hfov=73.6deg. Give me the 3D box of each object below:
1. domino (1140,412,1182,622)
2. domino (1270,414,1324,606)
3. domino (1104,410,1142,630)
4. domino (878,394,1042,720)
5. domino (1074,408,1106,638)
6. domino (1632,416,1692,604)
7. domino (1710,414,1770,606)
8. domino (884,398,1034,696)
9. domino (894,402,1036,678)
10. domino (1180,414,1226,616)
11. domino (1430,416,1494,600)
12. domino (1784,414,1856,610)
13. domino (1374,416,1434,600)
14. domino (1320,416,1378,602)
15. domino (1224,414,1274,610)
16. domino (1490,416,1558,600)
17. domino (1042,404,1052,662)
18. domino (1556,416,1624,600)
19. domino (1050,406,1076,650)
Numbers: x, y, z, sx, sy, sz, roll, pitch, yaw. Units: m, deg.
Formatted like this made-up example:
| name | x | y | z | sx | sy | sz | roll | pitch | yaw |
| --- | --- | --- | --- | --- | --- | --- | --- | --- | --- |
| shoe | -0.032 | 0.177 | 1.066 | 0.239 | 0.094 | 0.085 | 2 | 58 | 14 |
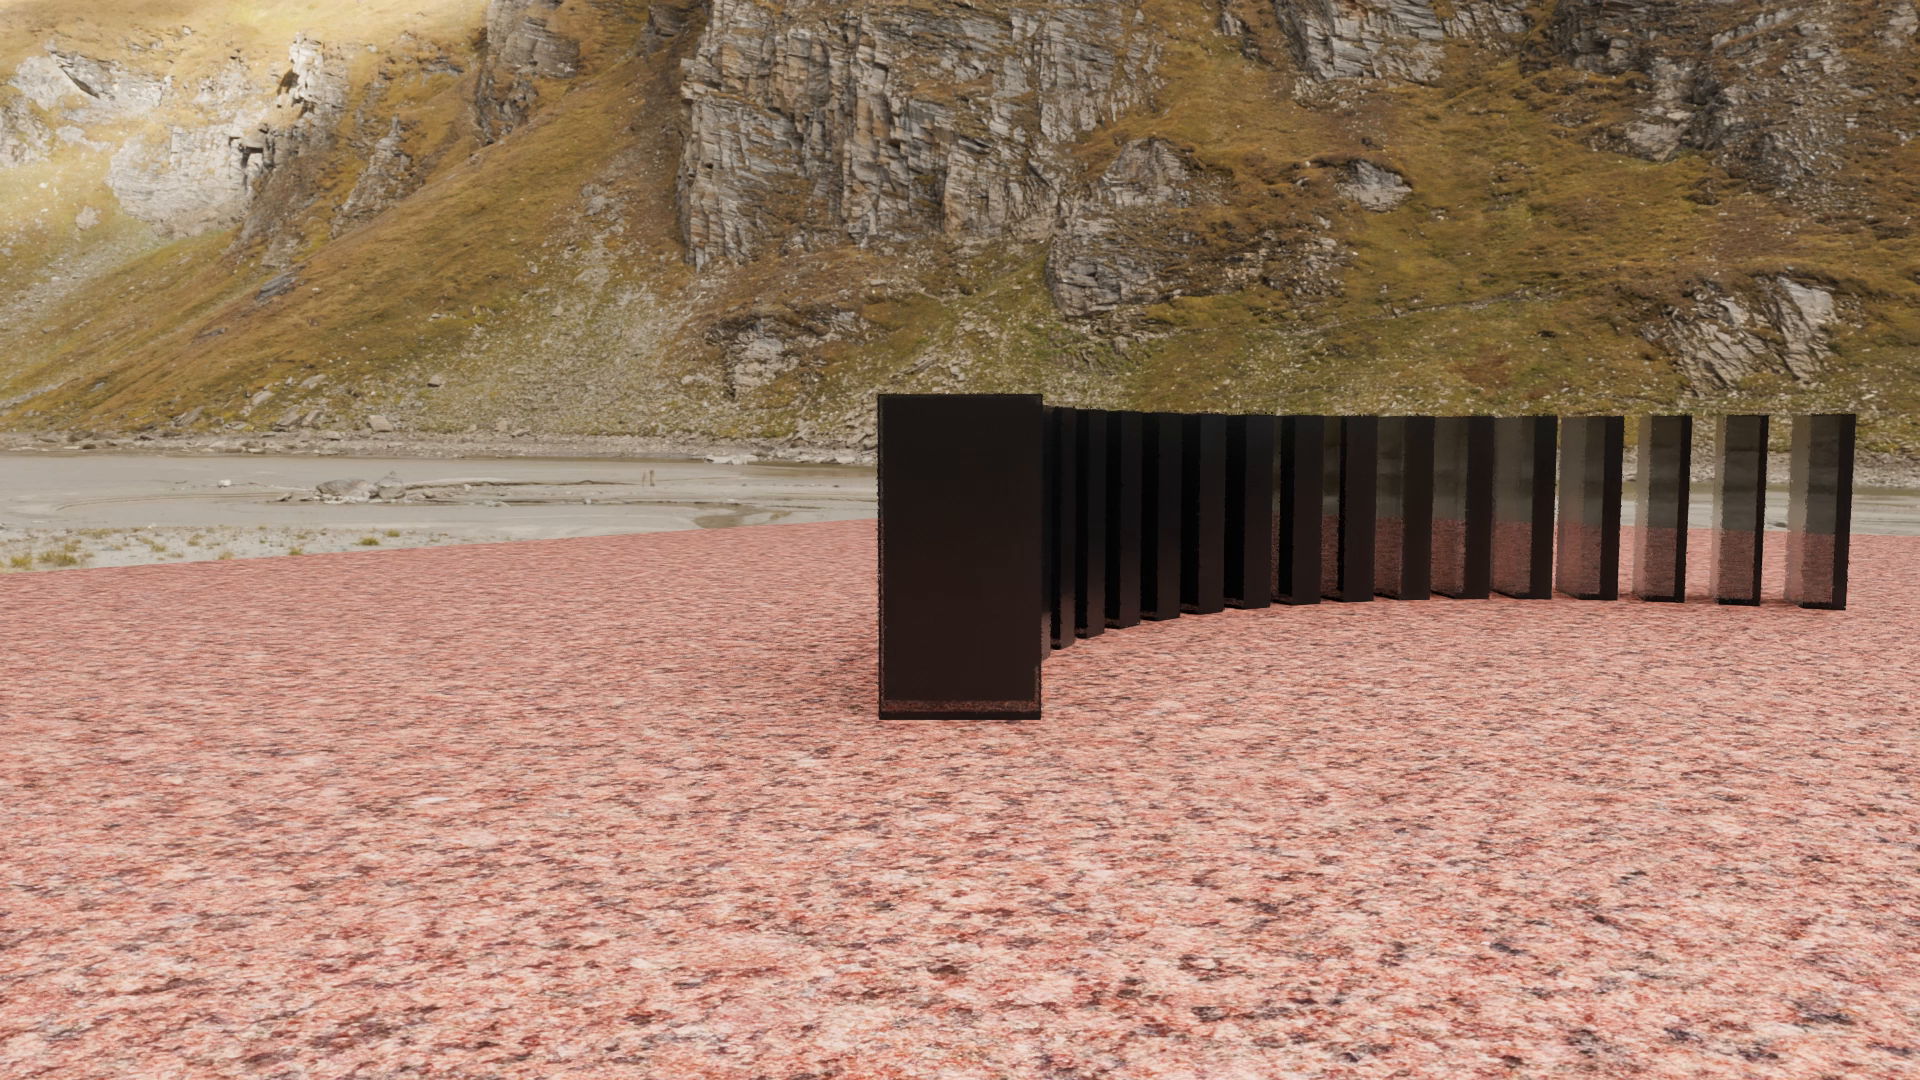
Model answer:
| name | x | y | z | sx | sy | sz | roll | pitch | yaw |
| --- | --- | --- | --- | --- | --- | --- | --- | --- | --- |
| domino | 0.042 | -0.006 | 0.318 | 0.025 | 0.050 | 0.009 | 4 | 6 | 44 |
| domino | 0.086 | -0.009 | 0.349 | 0.009 | 0.050 | 0.025 | -2 | 5 | -24 |
| domino | 0.030 | -0.005 | 0.304 | 0.025 | 0.050 | 0.009 | 3 | 5 | 37 |
| domino | 0.000 | 0.002 | 0.201 | 0.025 | 0.050 | 0.010 | 0 | 4 | 0 |
| domino | 0.019 | -0.004 | 0.289 | 0.025 | 0.050 | 0.009 | 3 | 5 | 30 |
| domino | 0.194 | -0.009 | 0.355 | 0.010 | 0.050 | 0.025 | 2 | 5 | 21 |
| domino | 0.211 | -0.009 | 0.347 | 0.009 | 0.050 | 0.025 | 2 | 5 | 25 |
| domino | 0.000 | 0.001 | 0.219 | 0.025 | 0.050 | 0.010 | 0 | 4 | 1 |
| domino | 0.001 | 0.000 | 0.237 | 0.025 | 0.050 | 0.010 | 1 | 4 | 7 |
| domino | 0.055 | -0.007 | 0.330 | 0.010 | 0.050 | 0.025 | -3 | 5 | -38 |
| domino | 0.140 | -0.010 | 0.362 | 0.010 | 0.050 | 0.025 | 0 | 4 | -3 |
| domino | 0.227 | -0.008 | 0.339 | 0.010 | 0.050 | 0.025 | 2 | 5 | 24 |
| domino | 0.121 | -0.009 | 0.360 | 0.009 | 0.050 | 0.025 | -1 | 4 | -10 |
| domino | 0.104 | -0.009 | 0.355 | 0.009 | 0.050 | 0.025 | -1 | 4 | -17 |
| domino | 0.070 | -0.008 | 0.340 | 0.009 | 0.050 | 0.025 | -3 | 5 | -31 |
| domino | 0.158 | -0.010 | 0.362 | 0.009 | 0.050 | 0.025 | 0 | 4 | 4 |
| domino | 0.005 | -0.002 | 0.255 | 0.025 | 0.050 | 0.010 | 1 | 4 | 16 |
| domino | 0.176 | -0.009 | 0.360 | 0.010 | 0.050 | 0.025 | 1 | 4 | 11 |
| domino | 0.011 | -0.003 | 0.272 | 0.025 | 0.050 | 0.009 | 2 | 5 | 23 |
